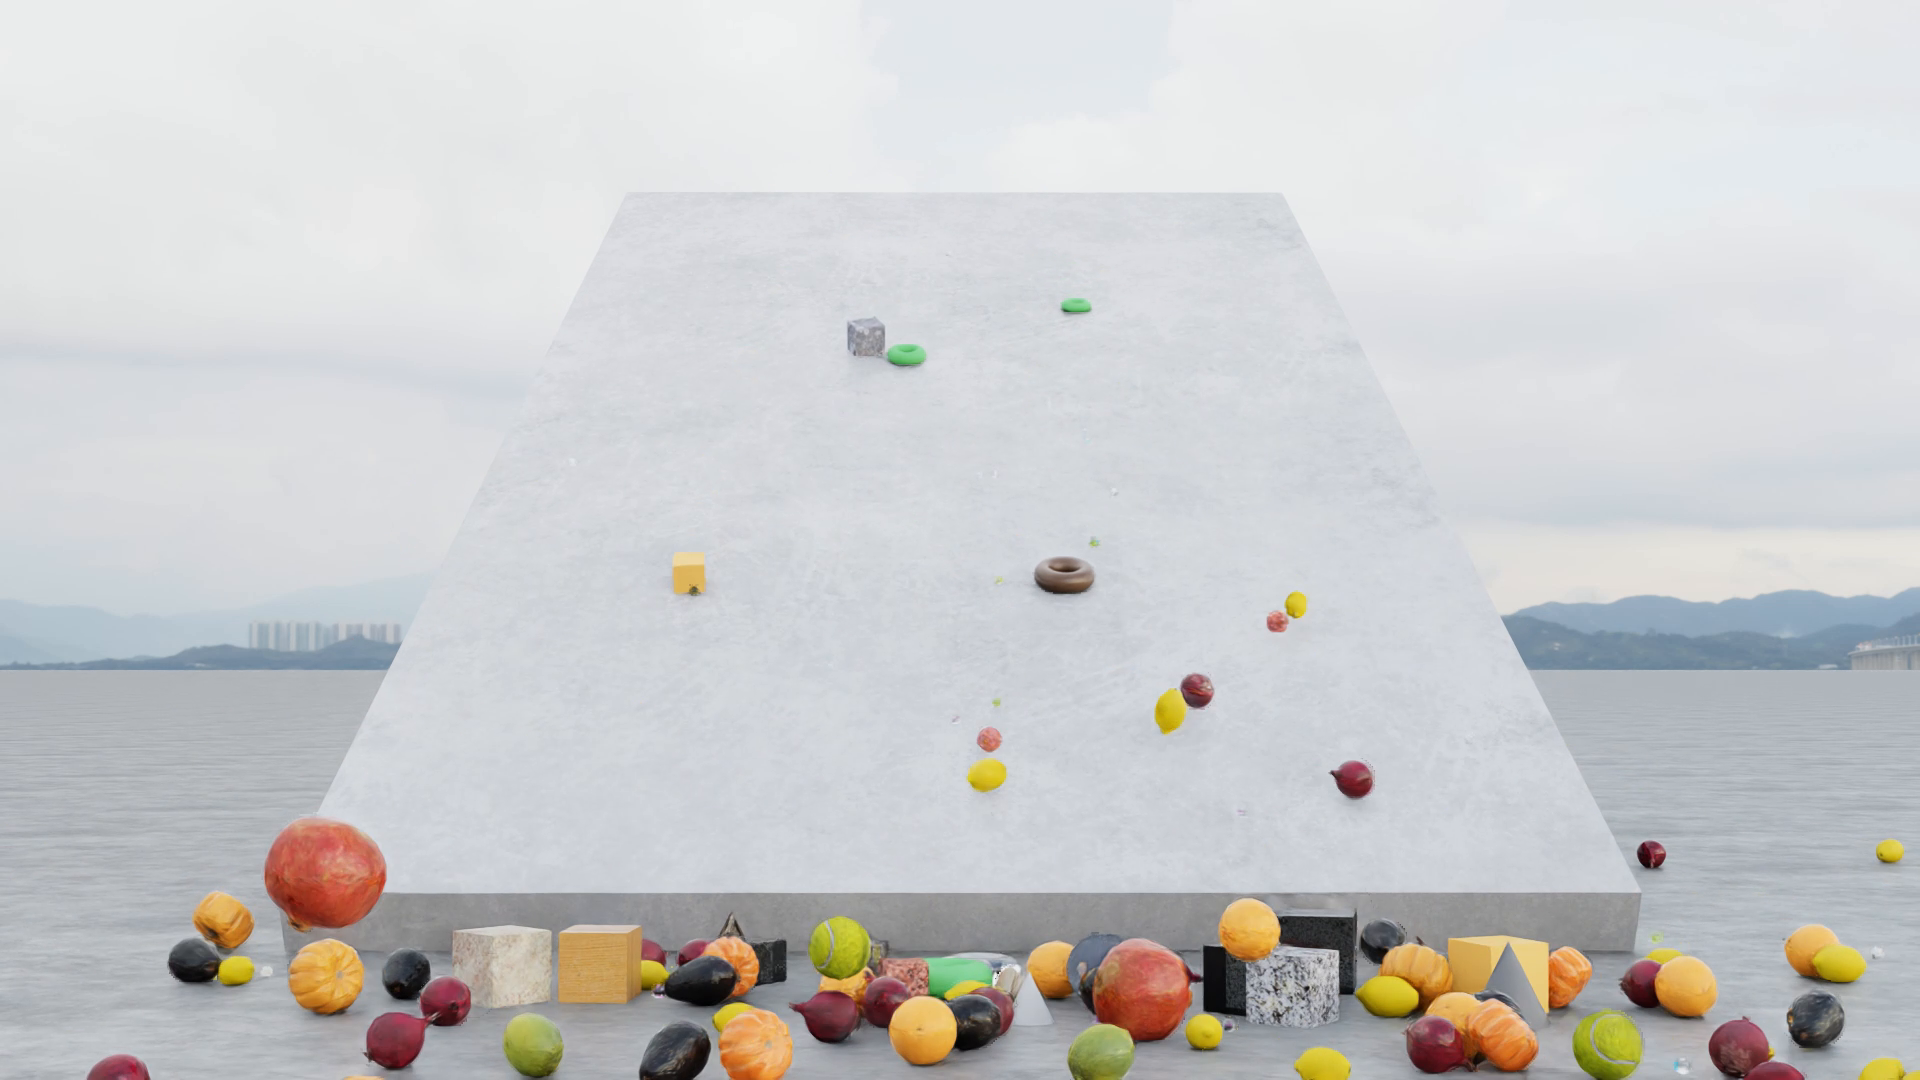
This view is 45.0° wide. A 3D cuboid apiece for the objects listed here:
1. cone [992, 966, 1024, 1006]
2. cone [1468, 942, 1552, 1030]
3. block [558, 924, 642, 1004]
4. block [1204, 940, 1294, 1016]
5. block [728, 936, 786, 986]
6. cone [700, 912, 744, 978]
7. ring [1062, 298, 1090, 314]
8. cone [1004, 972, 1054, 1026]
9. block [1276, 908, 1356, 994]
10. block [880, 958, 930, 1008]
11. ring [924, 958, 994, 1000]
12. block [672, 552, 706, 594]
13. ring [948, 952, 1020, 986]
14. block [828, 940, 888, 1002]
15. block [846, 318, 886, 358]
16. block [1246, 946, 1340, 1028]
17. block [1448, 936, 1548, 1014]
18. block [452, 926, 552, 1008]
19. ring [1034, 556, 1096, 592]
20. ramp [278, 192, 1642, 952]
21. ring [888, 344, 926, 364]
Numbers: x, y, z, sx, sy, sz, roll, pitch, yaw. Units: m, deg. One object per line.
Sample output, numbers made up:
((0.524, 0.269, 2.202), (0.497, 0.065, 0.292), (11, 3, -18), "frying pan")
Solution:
((0.076, 0.569, 2.895), (0.053, 0.053, 0.053), (29, -12, -17), "cone")
((0.650, 0.523, 2.740), (0.097, 0.097, 0.097), (0, -3, 0), "cone")
((-0.458, 0.540, 2.952), (0.087, 0.087, 0.087), (0, -3, 4), "block")
((0.355, 0.537, 2.842), (0.080, 0.080, 0.080), (-3, -4, 43), "block")
((-0.272, 0.564, 3.100), (0.055, 0.055, 0.055), (-2, -4, 37), "block")
((-0.315, 0.553, 3.186), (0.086, 0.086, 0.086), (0, -3, 0), "cone")
((0.299, -0.606, 5.976), (0.077, 0.026, 0.077), (1, 22, 0), "ring")
((0.082, 0.543, 2.755), (0.059, 0.059, 0.059), (0, -3, 0), "cone")
((0.468, 0.539, 3.038), (0.099, 0.099, 0.099), (-1, -3, 12), "block")
((-0.070, 0.553, 2.893), (0.054, 0.054, 0.054), (1, -3, -11), "block")
((-0.021, 0.564, 2.980), (0.128, 0.043, 0.128), (1, -4, 0), "ring")
((-0.511, 0.062, 4.376), (0.058, 0.058, 0.058), (-2, 23, -4), "block")
((0.026, 0.573, 3.090), (0.109, 0.036, 0.109), (1, -4, 0), "ring")
((-0.130, 0.549, 2.953), (0.069, 0.069, 0.069), (0, -3, 5), "block")
((-0.229, -0.495, 5.654), (0.074, 0.074, 0.074), (-8, 25, -19), "block")
((0.396, 0.532, 2.758), (0.083, 0.083, 0.083), (-2, -4, 33), "block")
((0.661, 0.535, 2.844), (0.085, 0.085, 0.085), (1, -3, -25), "block")
((-0.579, 0.538, 2.926), (0.088, 0.088, 0.088), (-3, -4, 43), "block")
((0.199, 0.066, 4.396), (0.119, 0.040, 0.119), (1, 22, 0), "ring")
((-0.007, -0.226, 5.250), (2.000, 0.100, 4.000), (0, 23, 0), "ramp")
((-0.129, -0.449, 5.603), (0.094, 0.031, 0.094), (0, 25, 0), "ring")
